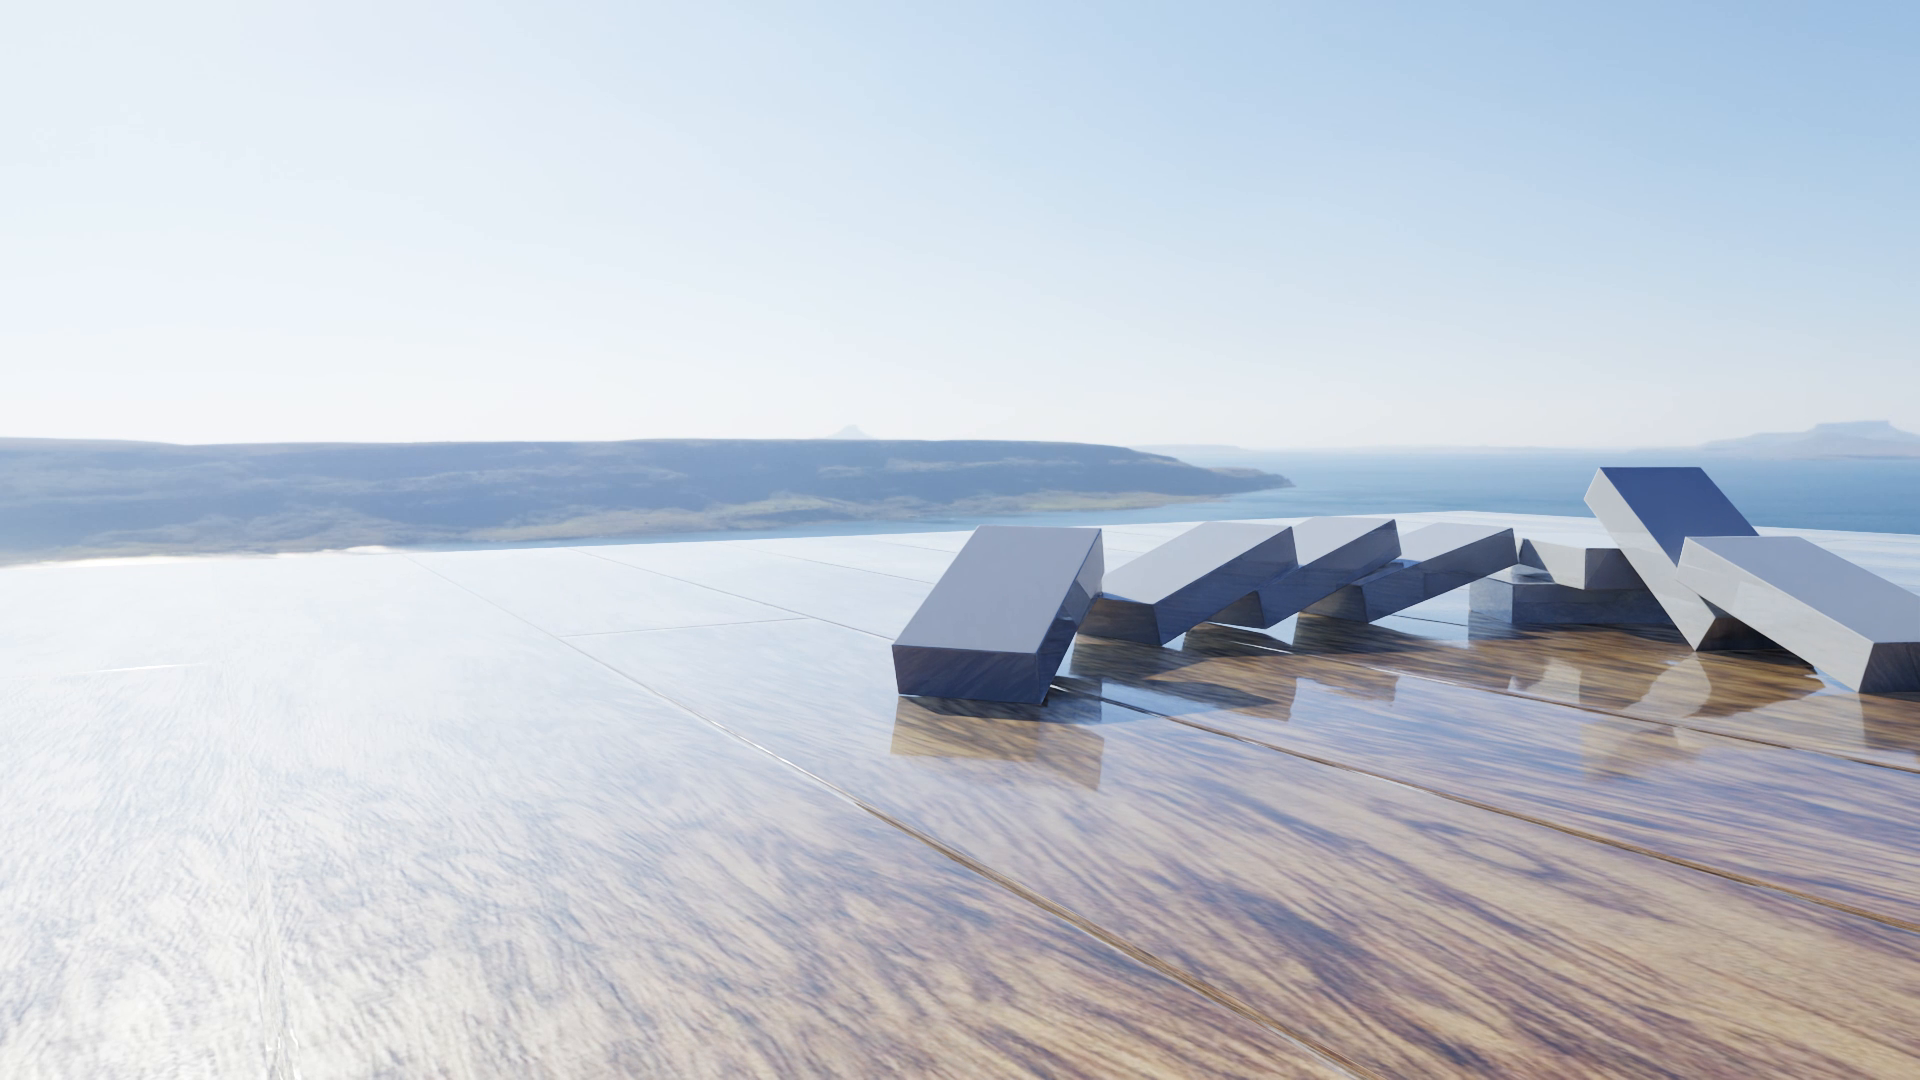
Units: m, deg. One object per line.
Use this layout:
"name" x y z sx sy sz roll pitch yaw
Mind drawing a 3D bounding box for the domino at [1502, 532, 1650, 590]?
"domino" 0.153 0.005 0.315 0.025 0.010 0.050 0 4 -1

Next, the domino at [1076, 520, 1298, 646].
"domino" 0.052 0.009 0.293 0.050 0.009 0.025 -25 19 -36

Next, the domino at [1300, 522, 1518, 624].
"domino" 0.112 0.007 0.324 0.050 0.010 0.025 -17 11 -23

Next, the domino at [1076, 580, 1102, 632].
"domino" 0.012 0.013 0.262 0.025 0.010 0.050 1 16 18

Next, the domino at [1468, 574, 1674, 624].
"domino" 0.156 0.014 0.316 0.050 0.010 0.025 0 4 -1

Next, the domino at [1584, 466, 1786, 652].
"domino" 0.161 0.003 0.280 0.025 0.009 0.050 0 40 -6

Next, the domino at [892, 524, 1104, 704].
"domino" 0.009 0.012 0.233 0.025 0.010 0.050 2 25 19

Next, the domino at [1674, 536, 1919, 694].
"domino" 0.163 0.013 0.242 0.025 0.010 0.050 -1 21 -7

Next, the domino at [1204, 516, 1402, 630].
"domino" 0.081 0.007 0.313 0.050 0.009 0.025 -23 15 -31
